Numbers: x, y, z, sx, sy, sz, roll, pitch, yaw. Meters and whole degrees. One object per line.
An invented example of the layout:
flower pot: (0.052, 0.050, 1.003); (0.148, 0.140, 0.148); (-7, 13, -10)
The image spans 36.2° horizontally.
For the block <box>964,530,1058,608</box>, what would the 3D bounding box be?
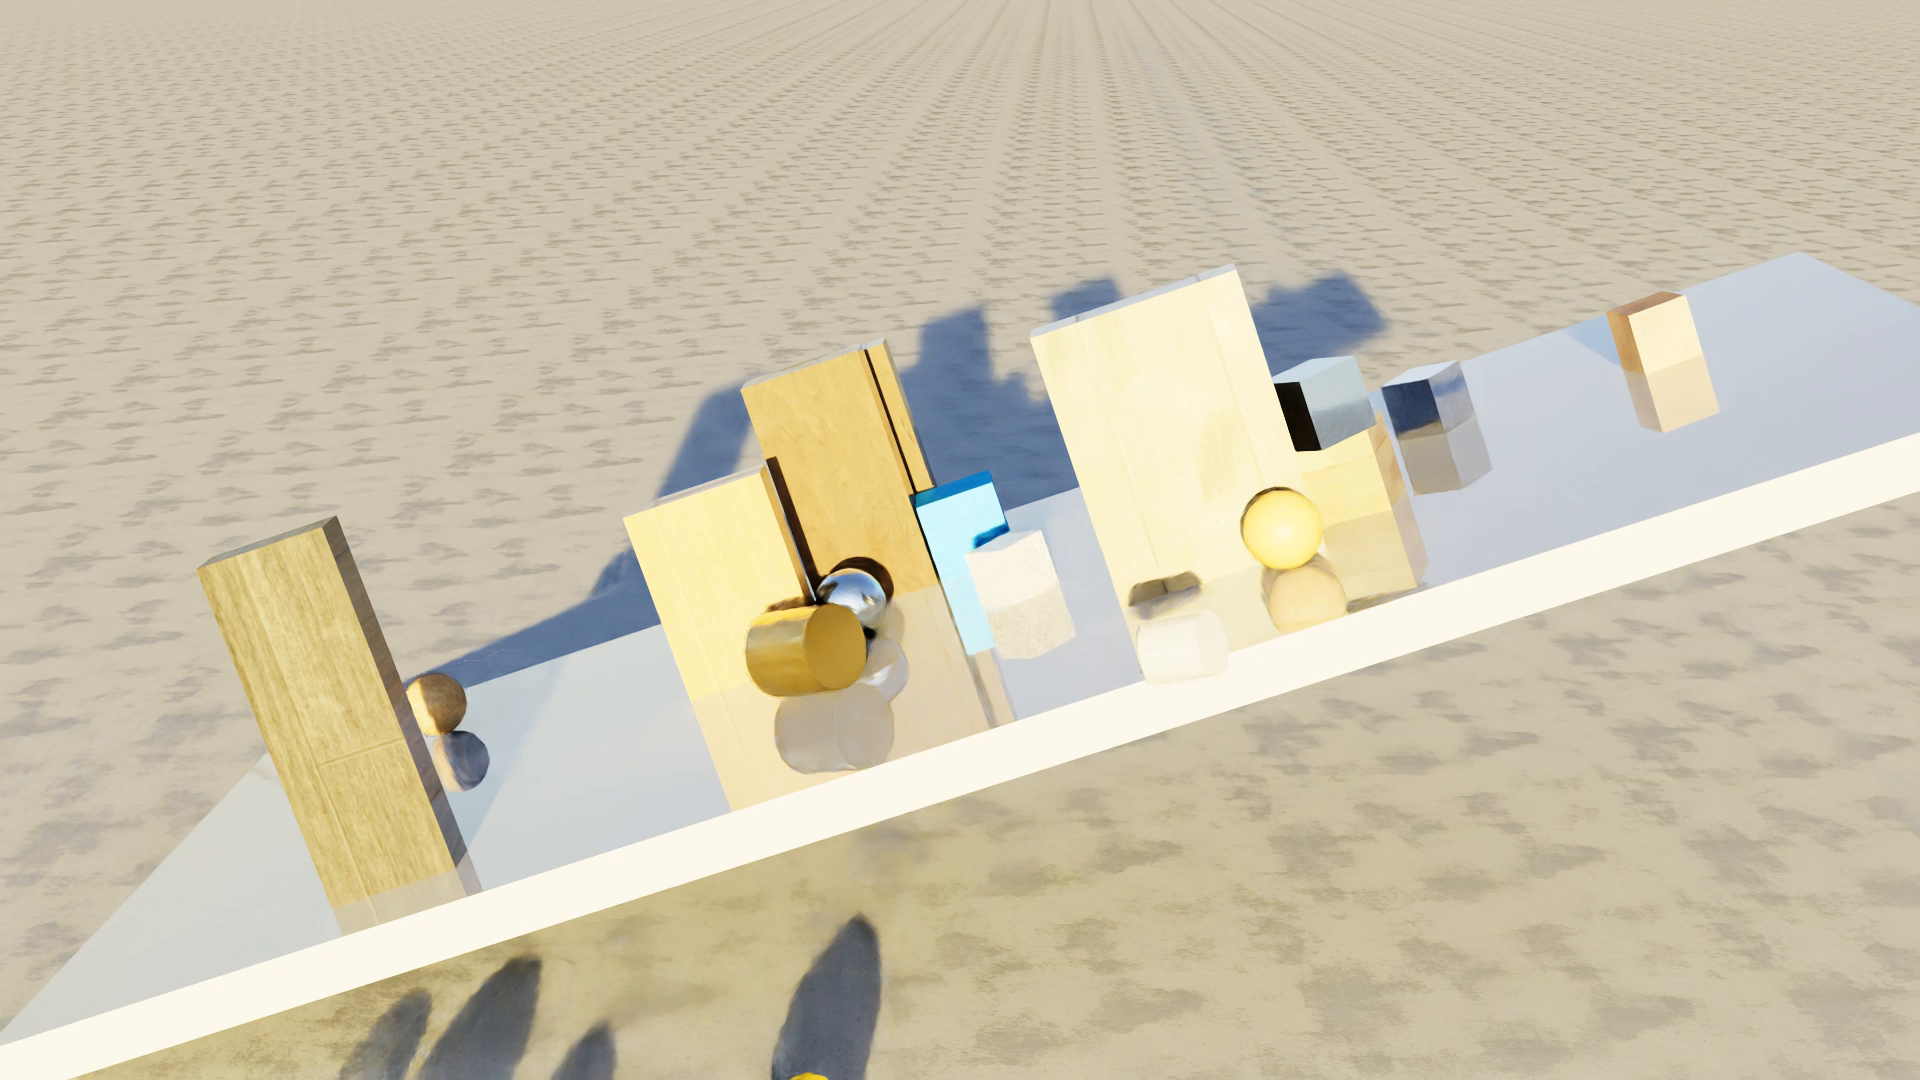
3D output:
block: (0.111, 0.062, 6.293); (0.122, 0.122, 0.122); (-28, 14, -38)

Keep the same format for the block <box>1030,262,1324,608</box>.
block: (0.432, -0.207, 5.859); (0.424, 0.574, 0.118); (-18, 11, 6)

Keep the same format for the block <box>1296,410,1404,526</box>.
block: (0.790, -0.146, 6.015); (0.171, 0.171, 0.171); (-15, 12, 22)

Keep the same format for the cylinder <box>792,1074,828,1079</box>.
cylinder: (-0.287, 1.043, 5.204); (0.146, 0.146, 0.146); (6, 20, 24)

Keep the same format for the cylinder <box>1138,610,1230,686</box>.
cylinder: (0.395, 0.191, 5.204); (0.118, 0.118, 0.118); (-12, 4, 32)

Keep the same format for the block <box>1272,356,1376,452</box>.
block: (0.718, -0.273, 5.920); (0.147, 0.147, 0.147); (-25, 12, -27)

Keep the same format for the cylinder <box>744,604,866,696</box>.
cylinder: (-0.318, 0.228, 6.063); (0.178, 0.178, 0.178); (-9, 3, 43)

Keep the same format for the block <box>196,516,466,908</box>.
block: (-1.204, 0.332, 5.660); (0.258, 0.707, 0.114); (-18, 11, 6)

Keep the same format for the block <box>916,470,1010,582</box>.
block: (0.013, -0.034, 6.776); (0.181, 0.181, 0.181); (-19, 11, 2)

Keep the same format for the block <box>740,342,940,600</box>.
block: (-0.270, -0.133, 6.735); (0.279, 0.565, 0.128); (-18, 11, 6)

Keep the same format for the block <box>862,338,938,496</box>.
block: (-0.257, -0.169, 6.978); (0.347, 0.531, 0.104); (-18, 11, 6)

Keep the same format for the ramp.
ramp: (0.107, 0.180, 6.305); (4.000, 0.100, 2.000); (-18, 11, 6)

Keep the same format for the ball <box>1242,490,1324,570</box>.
ball: (0.628, -0.020, 5.715); (0.155, 0.155, 0.155); (0, 12, 0)

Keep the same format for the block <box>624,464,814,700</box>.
block: (-0.505, 0.092, 6.392); (0.312, 0.428, 0.113); (-18, 11, 6)

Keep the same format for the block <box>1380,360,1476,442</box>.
block: (1.036, -0.308, 6.507); (0.129, 0.129, 0.129); (-8, 15, 45)

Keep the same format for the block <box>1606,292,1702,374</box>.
block: (1.506, -0.450, 6.386); (0.134, 0.134, 0.134); (-20, 11, -5)

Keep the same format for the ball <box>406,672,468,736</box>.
ball: (-1.238, 0.387, 6.940); (0.149, 0.149, 0.149); (0, 12, 0)

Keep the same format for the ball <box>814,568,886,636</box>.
ball: (-0.239, 0.140, 6.416); (0.156, 0.156, 0.156); (0, 12, 0)
